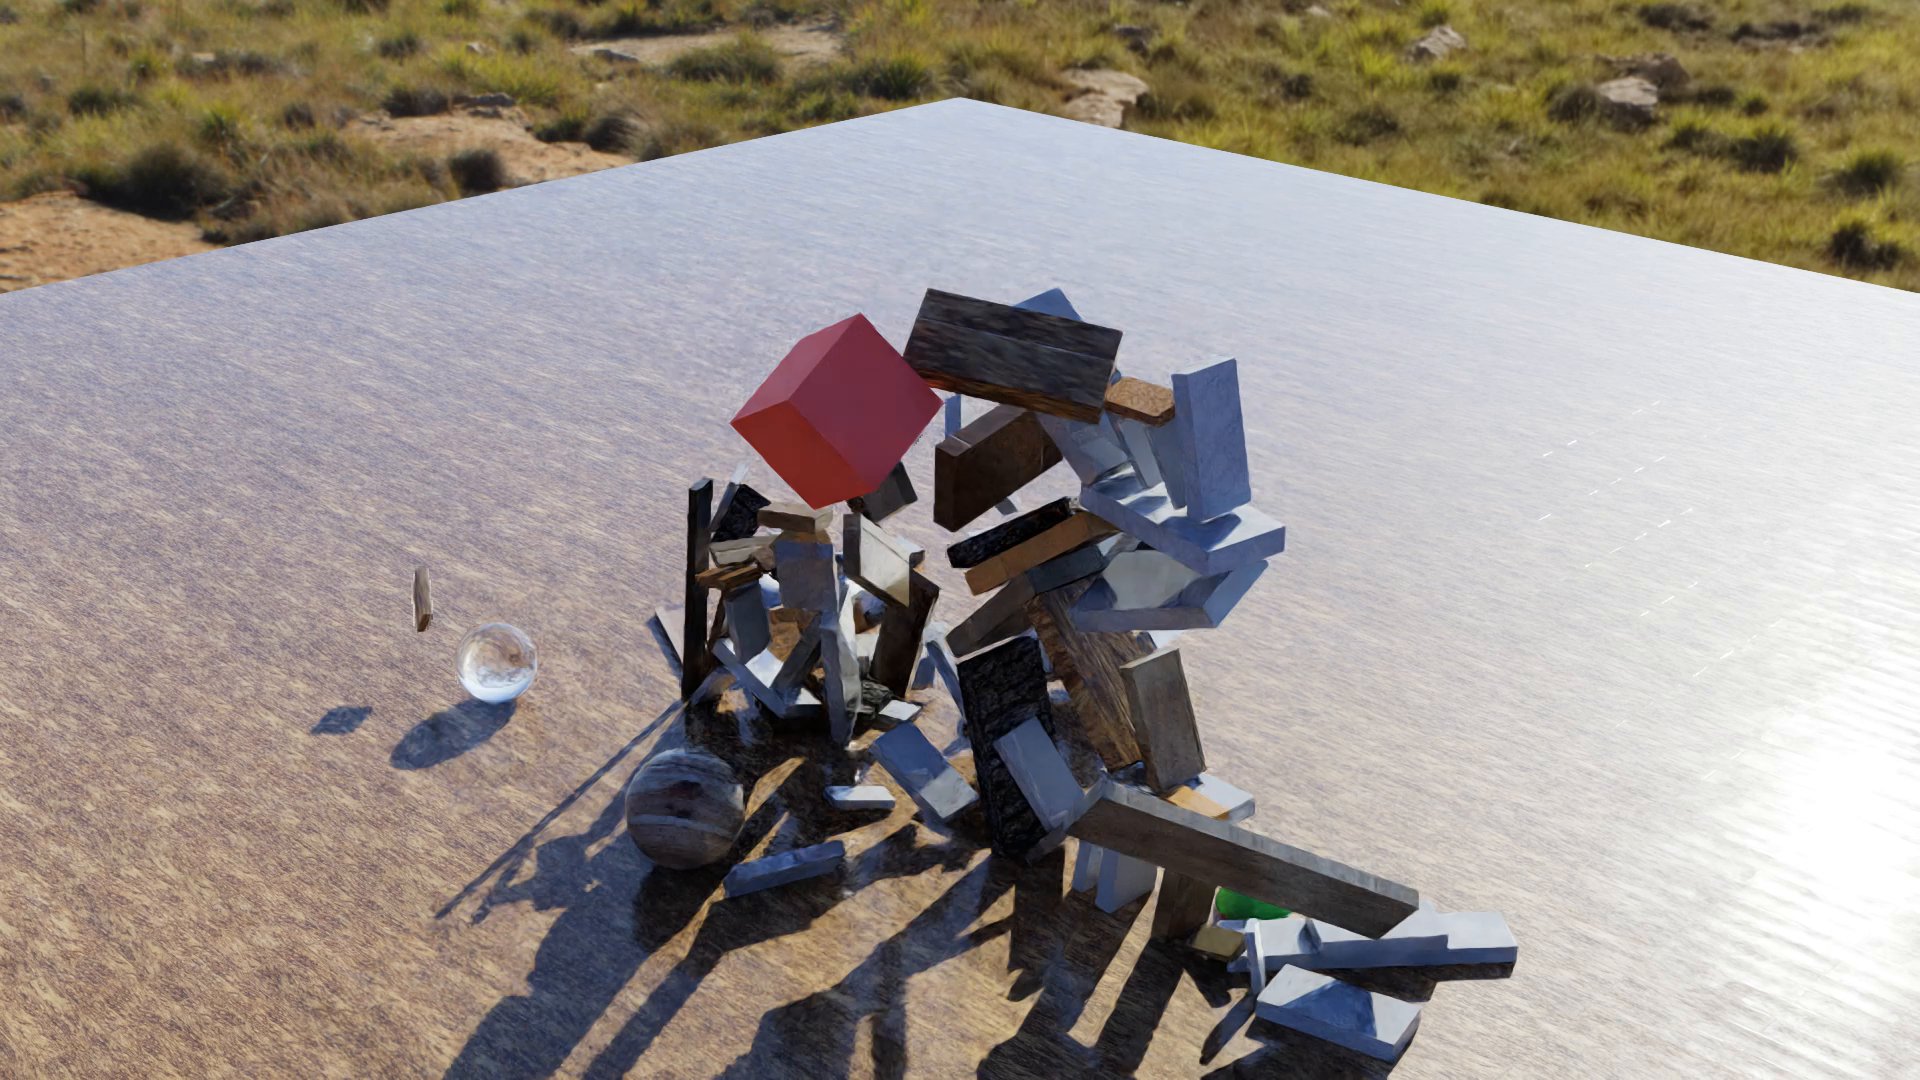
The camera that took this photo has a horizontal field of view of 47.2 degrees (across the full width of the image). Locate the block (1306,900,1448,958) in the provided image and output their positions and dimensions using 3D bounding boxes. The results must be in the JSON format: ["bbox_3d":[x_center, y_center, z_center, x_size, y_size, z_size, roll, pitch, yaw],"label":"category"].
[{"bbox_3d":[0.753,0.702,3.979,0.231,0.033,0.116,-2,23,-5],"label":"block"}]

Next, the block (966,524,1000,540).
[{"bbox_3d":[0.151,0.029,5.644,0.136,0.039,0.272,-15,27,-32],"label":"block"}]

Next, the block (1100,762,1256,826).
[{"bbox_3d":[0.391,0.454,3.975,0.129,0.037,0.258,-20,30,-39],"label":"block"}]

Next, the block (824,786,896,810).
[{"bbox_3d":[-0.204,0.523,4.464,0.131,0.019,0.066,2,17,-25],"label":"block"}]

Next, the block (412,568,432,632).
[{"bbox_3d":[-1.228,0.138,5.019,0.019,0.066,0.131,5,48,-25],"label":"block"}]

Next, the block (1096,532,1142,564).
[{"bbox_3d":[0.311,-0.042,4.450,0.041,0.144,0.288,35,8,-17],"label":"block"}]

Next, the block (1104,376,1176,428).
[{"bbox_3d":[0.313,-0.238,3.764,0.077,0.022,0.155,-34,34,-26],"label":"block"}]

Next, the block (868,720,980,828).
[{"bbox_3d":[-0.073,0.466,4.394,0.108,0.031,0.217,-26,64,-41],"label":"block"}]

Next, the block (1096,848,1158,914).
[{"bbox_3d":[0.324,0.561,4.105,0.129,0.258,0.037,-21,38,-40],"label":"block"}]

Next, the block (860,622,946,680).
[{"bbox_3d":[-0.135,0.258,5.105,0.136,0.039,0.272,6,24,15],"label":"block"}]

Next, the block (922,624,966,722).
[{"bbox_3d":[-0.020,0.274,4.508,0.027,0.193,0.097,-26,15,5],"label":"block"}]

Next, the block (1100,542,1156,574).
[{"bbox_3d":[0.391,0.061,5.097,0.173,0.049,0.346,40,72,9],"label":"block"}]

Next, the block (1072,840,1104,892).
[{"bbox_3d":[0.269,0.565,4.171,0.028,0.200,0.100,31,36,33],"label":"block"}]

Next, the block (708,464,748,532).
[{"bbox_3d":[-0.503,-0.091,4.769,0.021,0.147,0.073,26,36,-5],"label":"block"}]

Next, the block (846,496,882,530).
[{"bbox_3d":[-0.202,-0.007,5.419,0.039,0.272,0.136,-31,13,0],"label":"block"}]

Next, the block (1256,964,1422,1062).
[{"bbox_3d":[0.652,0.814,3.796,0.252,0.036,0.126,14,27,29],"label":"block"}]

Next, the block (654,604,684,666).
[{"bbox_3d":[-0.642,0.241,5.166,0.072,0.020,0.394,-8,24,-18],"label":"block"}]

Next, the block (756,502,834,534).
[{"bbox_3d":[-0.327,-0.045,4.381,0.114,0.032,0.229,8,6,4],"label":"block"}]

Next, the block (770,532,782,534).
[{"bbox_3d":[-0.412,0.029,5.650,0.109,0.031,0.219,-7,23,-15],"label":"block"}]

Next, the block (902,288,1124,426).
[{"bbox_3d":[0.089,-0.318,3.795,0.351,0.050,0.175,13,55,7],"label":"block"}]

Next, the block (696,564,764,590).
[{"bbox_3d":[-0.491,0.077,4.667,0.086,0.024,0.172,-21,12,-24],"label":"block"}]

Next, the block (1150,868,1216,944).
[{"bbox_3d":[0.423,0.603,4.005,0.129,0.258,0.037,-22,42,-41],"label":"block"}]

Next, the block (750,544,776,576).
[{"bbox_3d":[-0.392,0.031,4.694,0.108,0.015,0.054,-28,71,-40],"label":"block"}]

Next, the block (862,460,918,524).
[{"bbox_3d":[-0.169,-0.160,4.265,0.033,0.234,0.117,-19,-7,-38],"label":"block"}]

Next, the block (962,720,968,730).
[{"bbox_3d":[0.073,0.393,4.811,0.131,0.019,0.066,1,23,2],"label":"block"}]

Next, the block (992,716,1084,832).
[{"bbox_3d":[0.157,0.450,4.236,0.100,0.200,0.028,-30,-4,-34],"label":"block"}]

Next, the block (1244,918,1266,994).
[{"bbox_3d":[0.521,0.733,3.871,0.017,0.118,0.059,-6,12,15],"label":"block"}]

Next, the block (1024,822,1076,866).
[{"bbox_3d":[0.212,0.557,4.231,0.100,0.200,0.028,-23,73,-42],"label":"block"}]

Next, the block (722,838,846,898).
[{"bbox_3d":[-0.333,0.622,4.165,0.217,0.108,0.031,-11,68,-24],"label":"block"}]

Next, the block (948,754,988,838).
[{"bbox_3d":[0.047,0.515,4.462,0.108,0.031,0.217,-11,35,-25],"label":"block"}]

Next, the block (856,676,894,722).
[{"bbox_3d":[-0.197,0.346,4.854,0.072,0.020,0.143,9,33,22],"label":"block"}]

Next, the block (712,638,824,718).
[{"bbox_3d":[-0.419,0.298,4.778,0.242,0.034,0.121,41,22,30],"label":"block"}]

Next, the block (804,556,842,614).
[{"bbox_3d":[-0.298,0.092,4.651,0.037,0.129,0.258,41,-4,1],"label":"block"}]

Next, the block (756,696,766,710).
[{"bbox_3d":[-0.423,0.339,4.937,0.072,0.020,0.144,-6,24,-14],"label":"block"}]

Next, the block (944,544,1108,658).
[{"bbox_3d":[0.123,0.119,4.188,0.173,0.049,0.346,-20,-13,-33],"label":"block"}]

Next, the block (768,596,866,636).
[{"bbox_3d":[-0.333,0.185,5.159,0.219,0.109,0.031,-17,13,-26],"label":"block"}]

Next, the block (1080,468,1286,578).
[{"bbox_3d":[0.382,-0.043,3.816,0.172,0.049,0.345,-18,31,-31],"label":"block"}]

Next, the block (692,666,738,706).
[{"bbox_3d":[-0.536,0.316,4.862,0.072,0.144,0.020,-18,72,-36],"label":"block"}]

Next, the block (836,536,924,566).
[{"bbox_3d":[-0.213,0.046,5.613,0.219,0.031,0.109,-15,27,-31],"label":"block"}]
